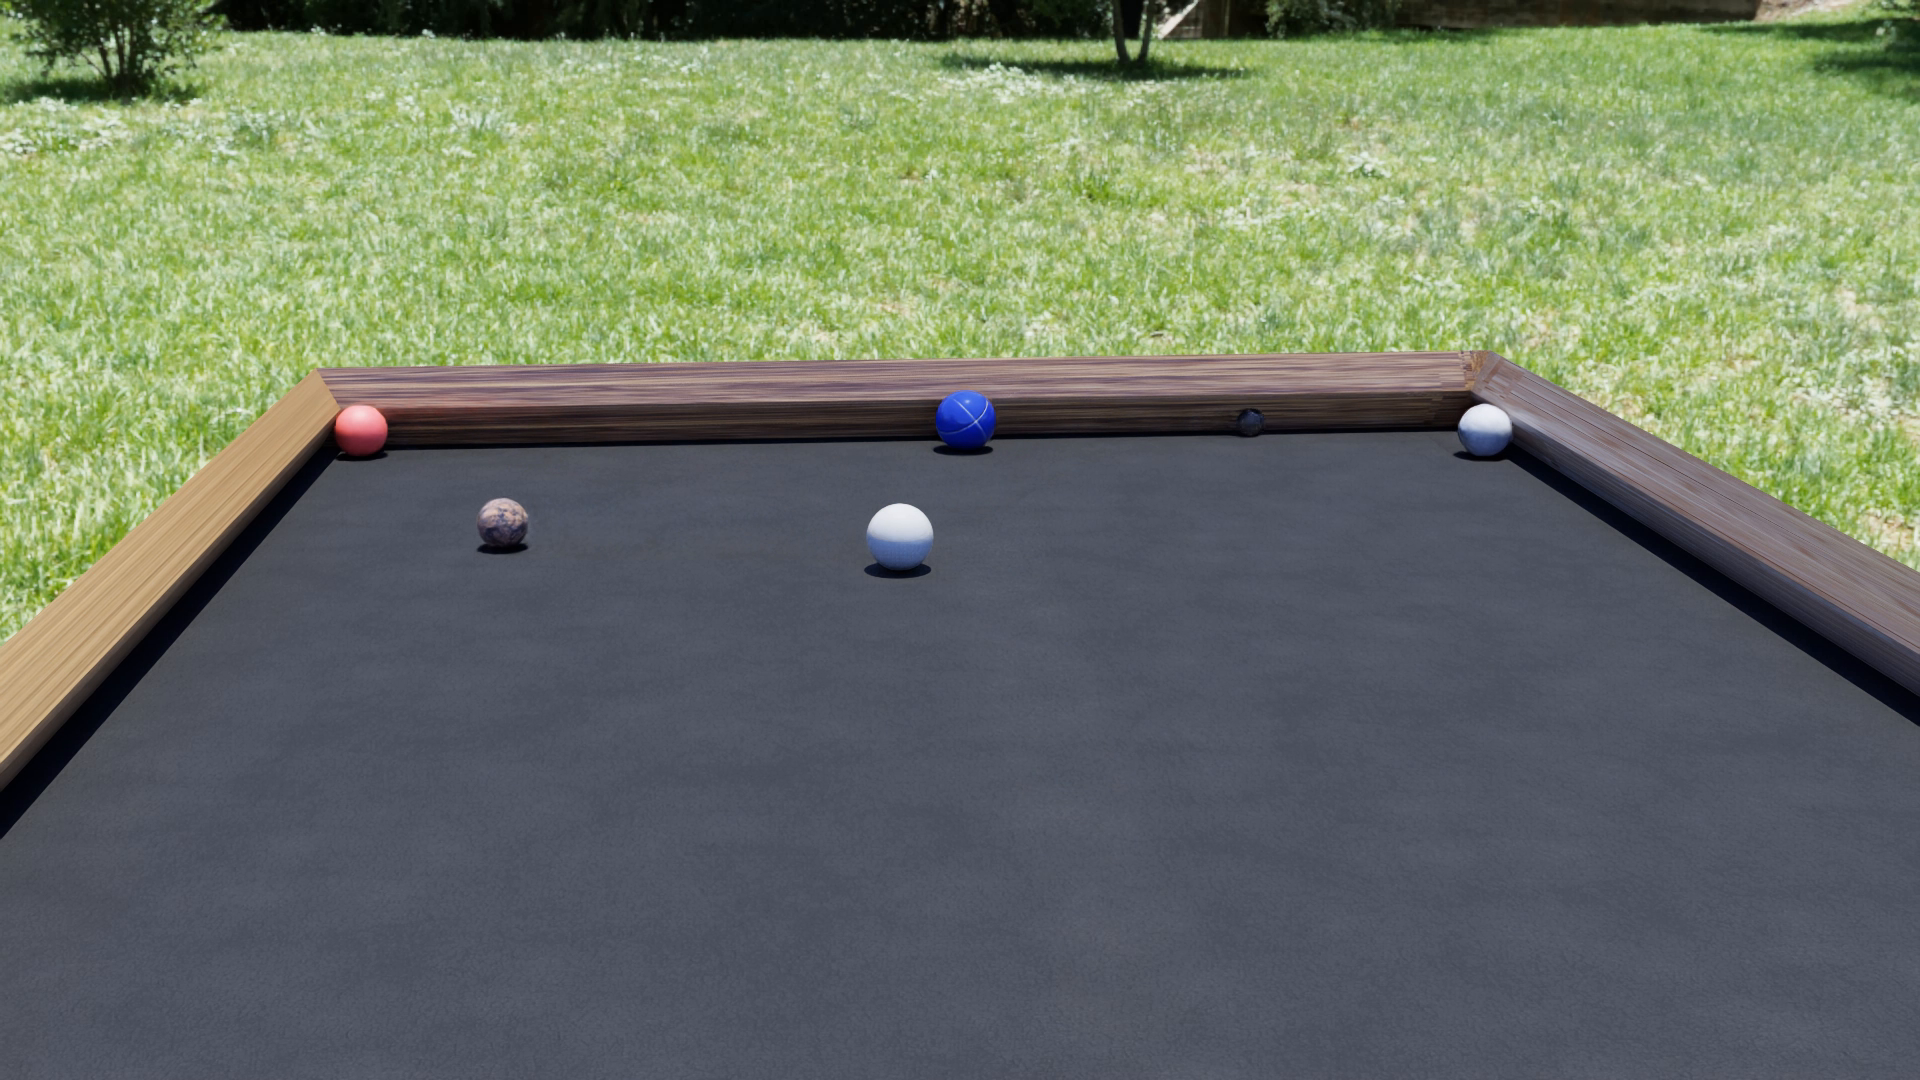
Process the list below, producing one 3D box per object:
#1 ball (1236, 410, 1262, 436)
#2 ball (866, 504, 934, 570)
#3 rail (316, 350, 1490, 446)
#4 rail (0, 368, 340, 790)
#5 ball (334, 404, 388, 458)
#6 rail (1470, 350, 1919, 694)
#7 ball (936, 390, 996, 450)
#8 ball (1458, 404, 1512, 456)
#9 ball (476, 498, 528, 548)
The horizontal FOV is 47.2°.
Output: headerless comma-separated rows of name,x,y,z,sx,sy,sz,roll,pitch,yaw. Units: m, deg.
ball,0.478,-0.194,3.624,0.043,0.043,0.043,0,14,0
ball,-0.076,-0.004,2.800,0.086,0.086,0.086,0,14,0
rail,-0.070,-0.229,3.588,1.927,0.126,0.045,-1,15,-5
rail,-0.864,0.196,1.942,0.045,0.126,3.294,-1,15,-5
ball,-0.942,-0.172,3.459,0.082,0.082,0.082,0,14,0
rail,1.008,0.155,2.102,0.045,0.126,3.294,-1,15,-5
ball,0.010,-0.191,3.502,0.097,0.097,0.097,0,14,0
ball,0.826,-0.172,3.461,0.083,0.083,0.083,0,14,0
ball,-0.605,-0.022,2.908,0.067,0.067,0.067,0,14,0
